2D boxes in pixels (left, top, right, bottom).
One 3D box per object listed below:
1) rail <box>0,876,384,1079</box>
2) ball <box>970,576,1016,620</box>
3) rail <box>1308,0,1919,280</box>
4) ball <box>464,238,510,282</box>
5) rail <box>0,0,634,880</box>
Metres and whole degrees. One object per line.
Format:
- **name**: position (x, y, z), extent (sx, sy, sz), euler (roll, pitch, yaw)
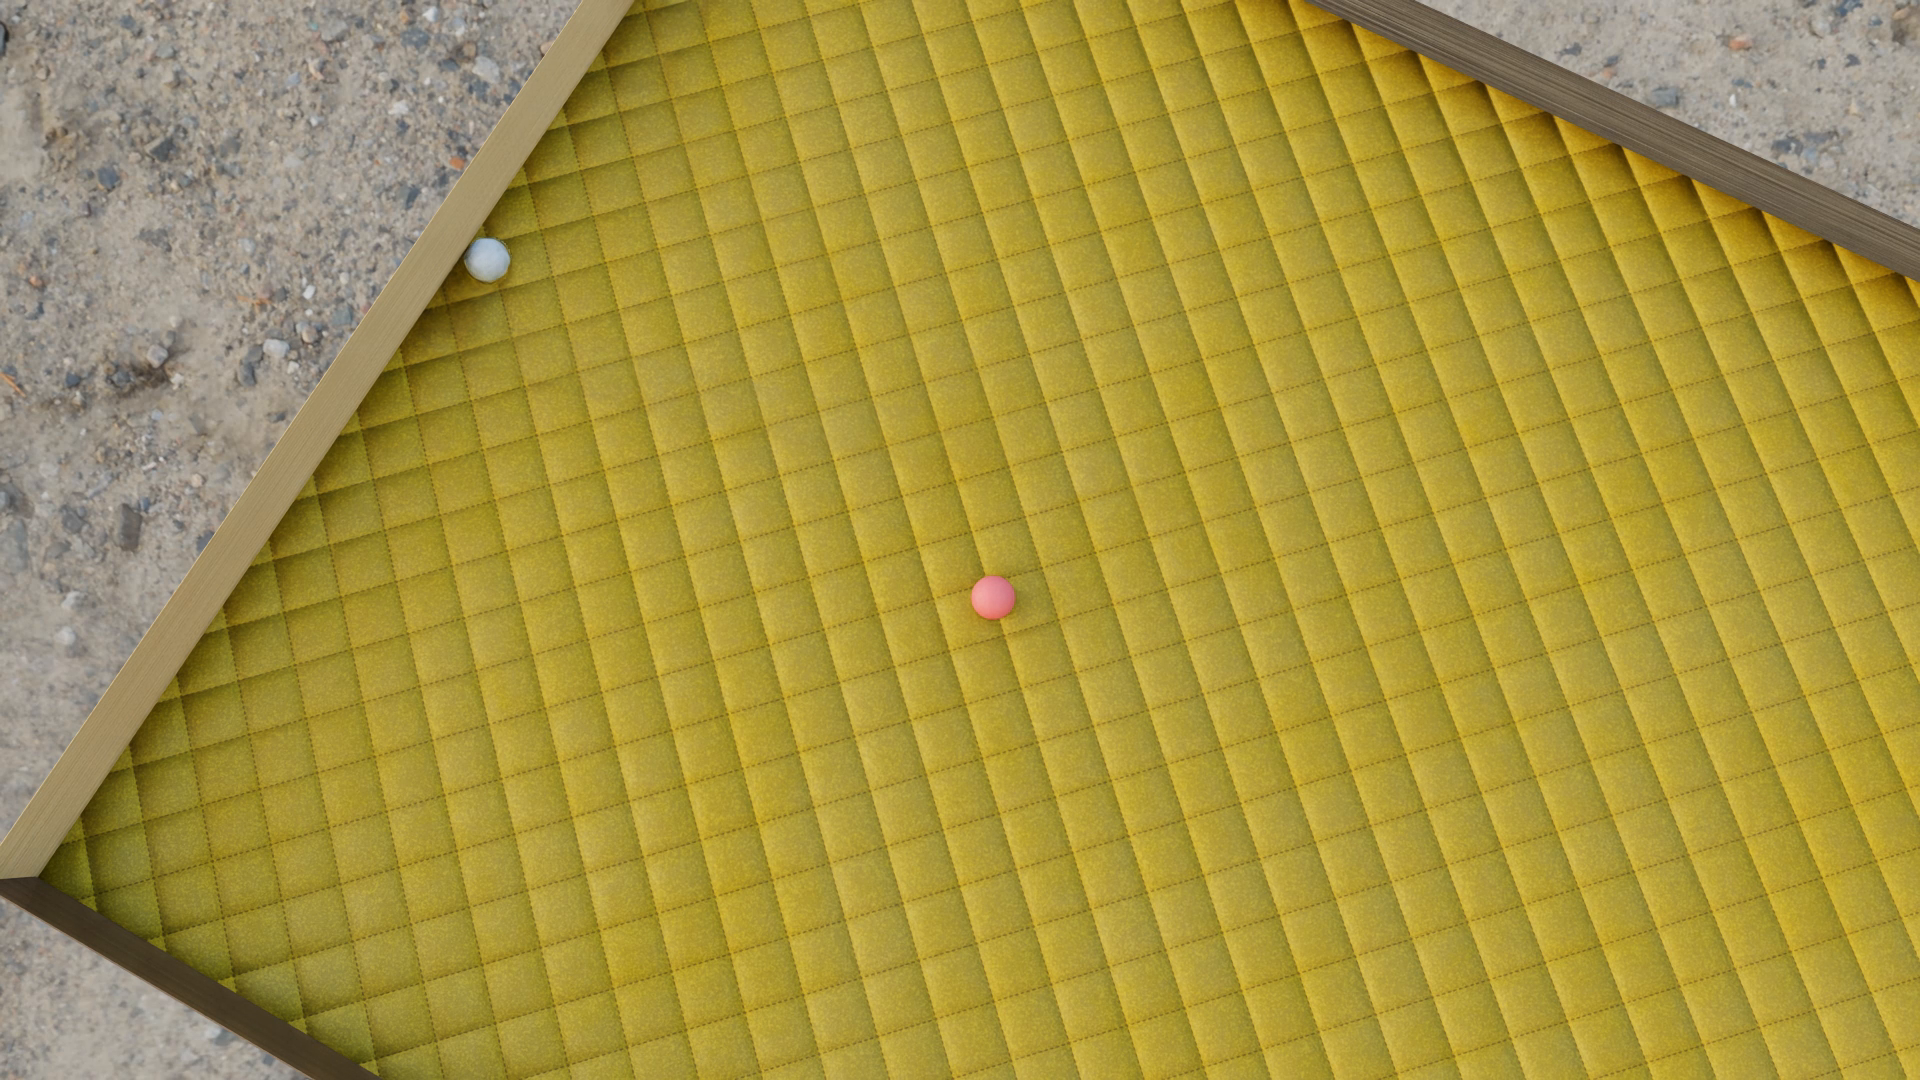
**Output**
- **rail**: position (0.321, 1.376, 2.916), extent (3.921, 0.127, 0.045), euler (27, 73, 9)
- **ball**: position (0.051, 0.088, 3.388), extent (0.069, 0.069, 0.069), euler (0, 71, 0)
- **rail**: position (1.402, -0.510, 3.560), extent (3.921, 0.127, 0.045), euler (27, 73, 9)
- **ball**: position (-0.768, -0.455, 3.571), extent (0.072, 0.072, 0.072), euler (0, 71, 0)
- **rail**: position (-0.841, -0.441, 3.536), extent (0.045, 0.127, 2.314), euler (27, 73, 9)
